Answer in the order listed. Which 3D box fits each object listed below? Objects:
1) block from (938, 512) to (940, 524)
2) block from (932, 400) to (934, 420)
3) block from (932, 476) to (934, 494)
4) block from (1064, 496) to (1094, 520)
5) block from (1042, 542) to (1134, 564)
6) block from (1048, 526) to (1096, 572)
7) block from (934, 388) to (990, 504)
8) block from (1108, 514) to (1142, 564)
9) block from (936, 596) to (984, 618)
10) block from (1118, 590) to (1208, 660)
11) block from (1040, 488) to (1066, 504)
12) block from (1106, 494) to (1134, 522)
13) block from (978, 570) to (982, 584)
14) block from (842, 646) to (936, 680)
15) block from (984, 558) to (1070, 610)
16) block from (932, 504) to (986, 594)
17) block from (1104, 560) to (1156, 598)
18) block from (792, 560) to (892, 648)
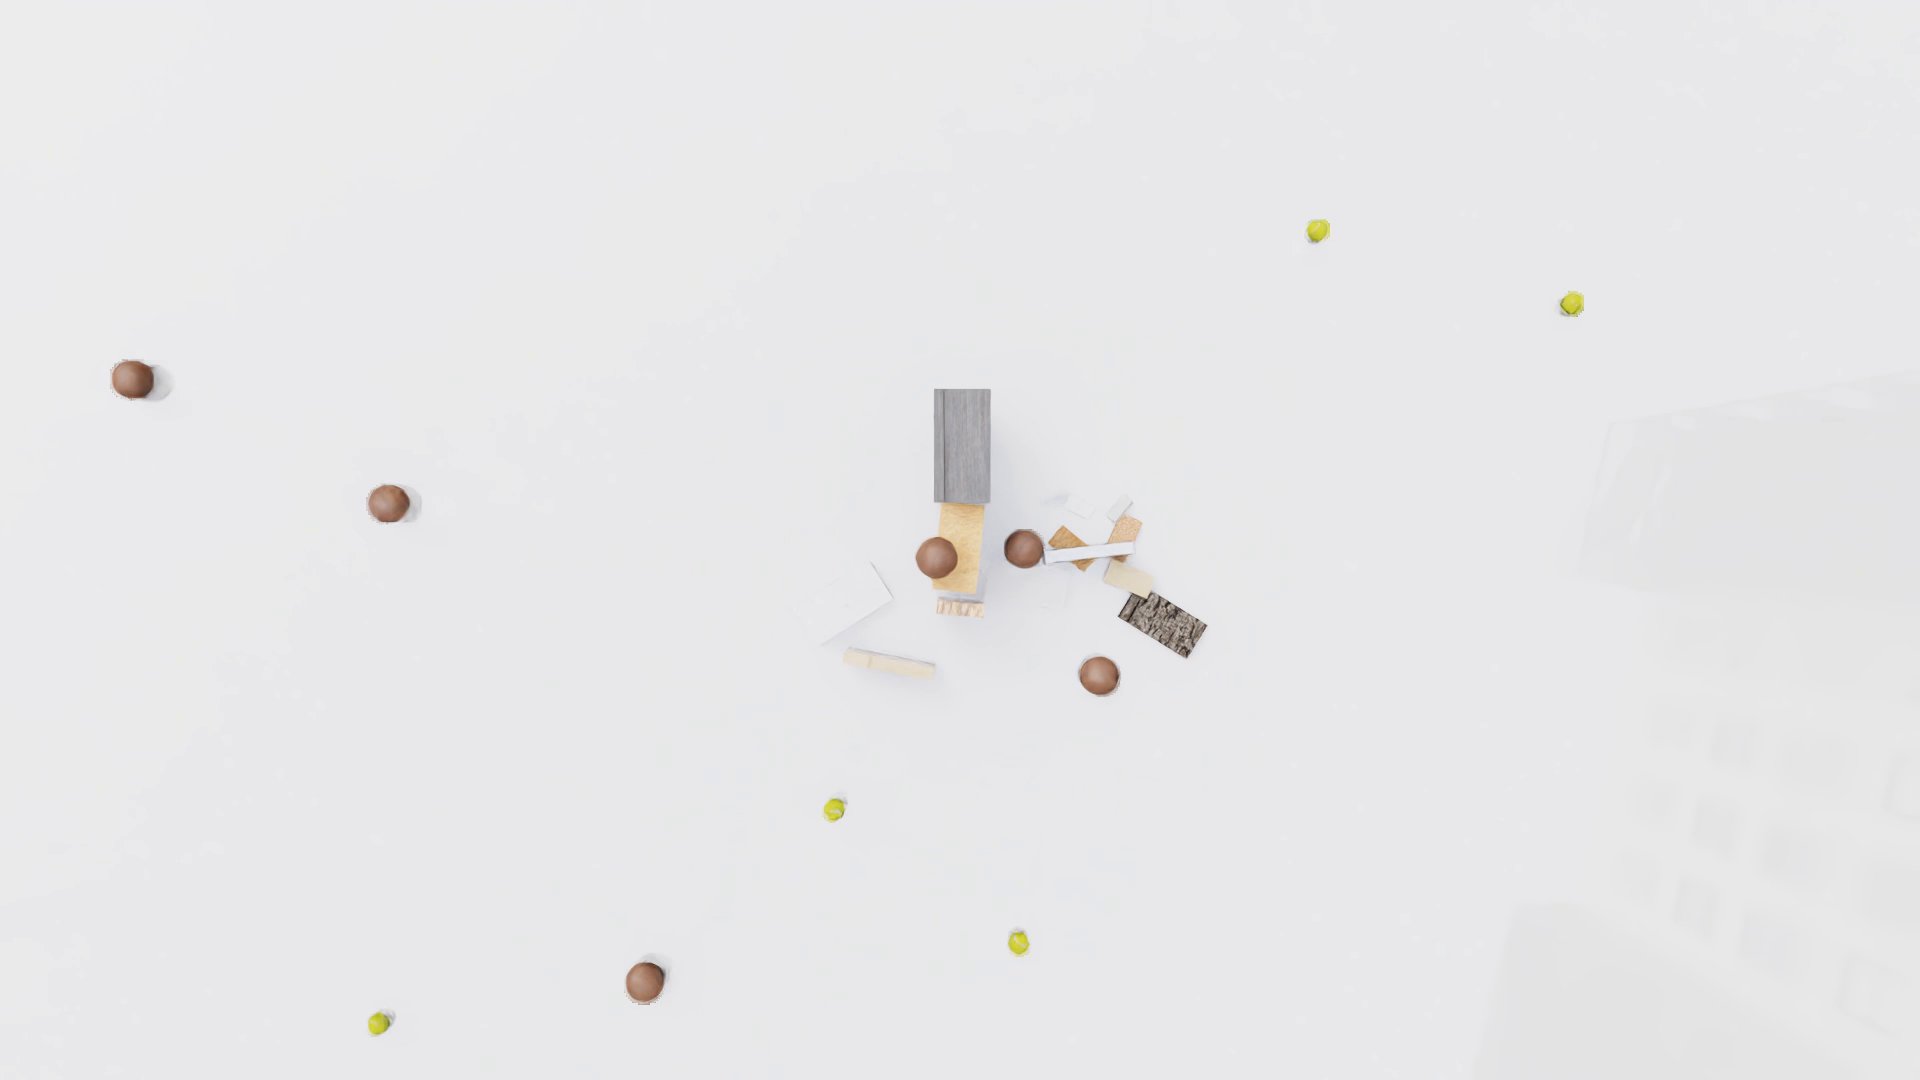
[{"bbox_3d":[0.002,-0.066,5.361,0.139,0.278,0.039,0,90,0],"label":"block"},{"bbox_3d":[0.002,-0.412,5.324,0.176,0.353,0.050,0,90,0],"label":"block"},{"bbox_3d":[0.002,-0.175,5.324,0.176,0.353,0.050,0,90,0],"label":"block"},{"bbox_3d":[0.397,-0.109,5.493,0.092,0.013,0.046,27,90,0],"label":"block"},{"bbox_3d":[0.420,0.042,5.411,0.289,0.133,0.038,-6,88,0],"label":"block"},{"bbox_3d":[0.377,0.029,5.489,0.156,0.022,0.078,39,90,0],"label":"block"},{"bbox_3d":[0.007,-0.292,5.122,0.176,0.050,0.353,0,90,0],"label":"block"},{"bbox_3d":[0.540,-0.004,5.489,0.078,0.022,0.156,24,90,0],"label":"block"},{"bbox_3d":[0.001,0.217,5.350,0.149,0.299,0.042,5,91,0],"label":"block"},{"bbox_3d":[0.673,0.269,5.481,0.266,0.038,0.133,32,90,0],"label":"block"},{"bbox_3d":[0.309,-0.146,5.477,0.092,0.046,0.013,-24,90,0],"label":"block"},{"bbox_3d":[0.531,-0.104,5.480,0.092,0.013,0.046,-51,50,0],"label":"block"},{"bbox_3d":[0.001,0.120,5.361,0.139,0.278,0.039,0,90,0],"label":"block"},{"bbox_3d":[-0.232,0.406,5.425,0.299,0.149,0.042,11,91,0],"label":"block"},{"bbox_3d":[0.222,0.145,5.481,0.265,0.038,0.133,10,90,0],"label":"block"},{"bbox_3d":[-0.004,0.024,5.202,0.139,0.039,0.278,6,90,0],"label":"block"},{"bbox_3d":[0.562,0.129,5.455,0.156,0.022,0.078,22,91,9],"label":"block"},{"bbox_3d":[-0.387,0.212,5.479,0.299,0.042,0.149,-32,90,0],"label":"block"}]
